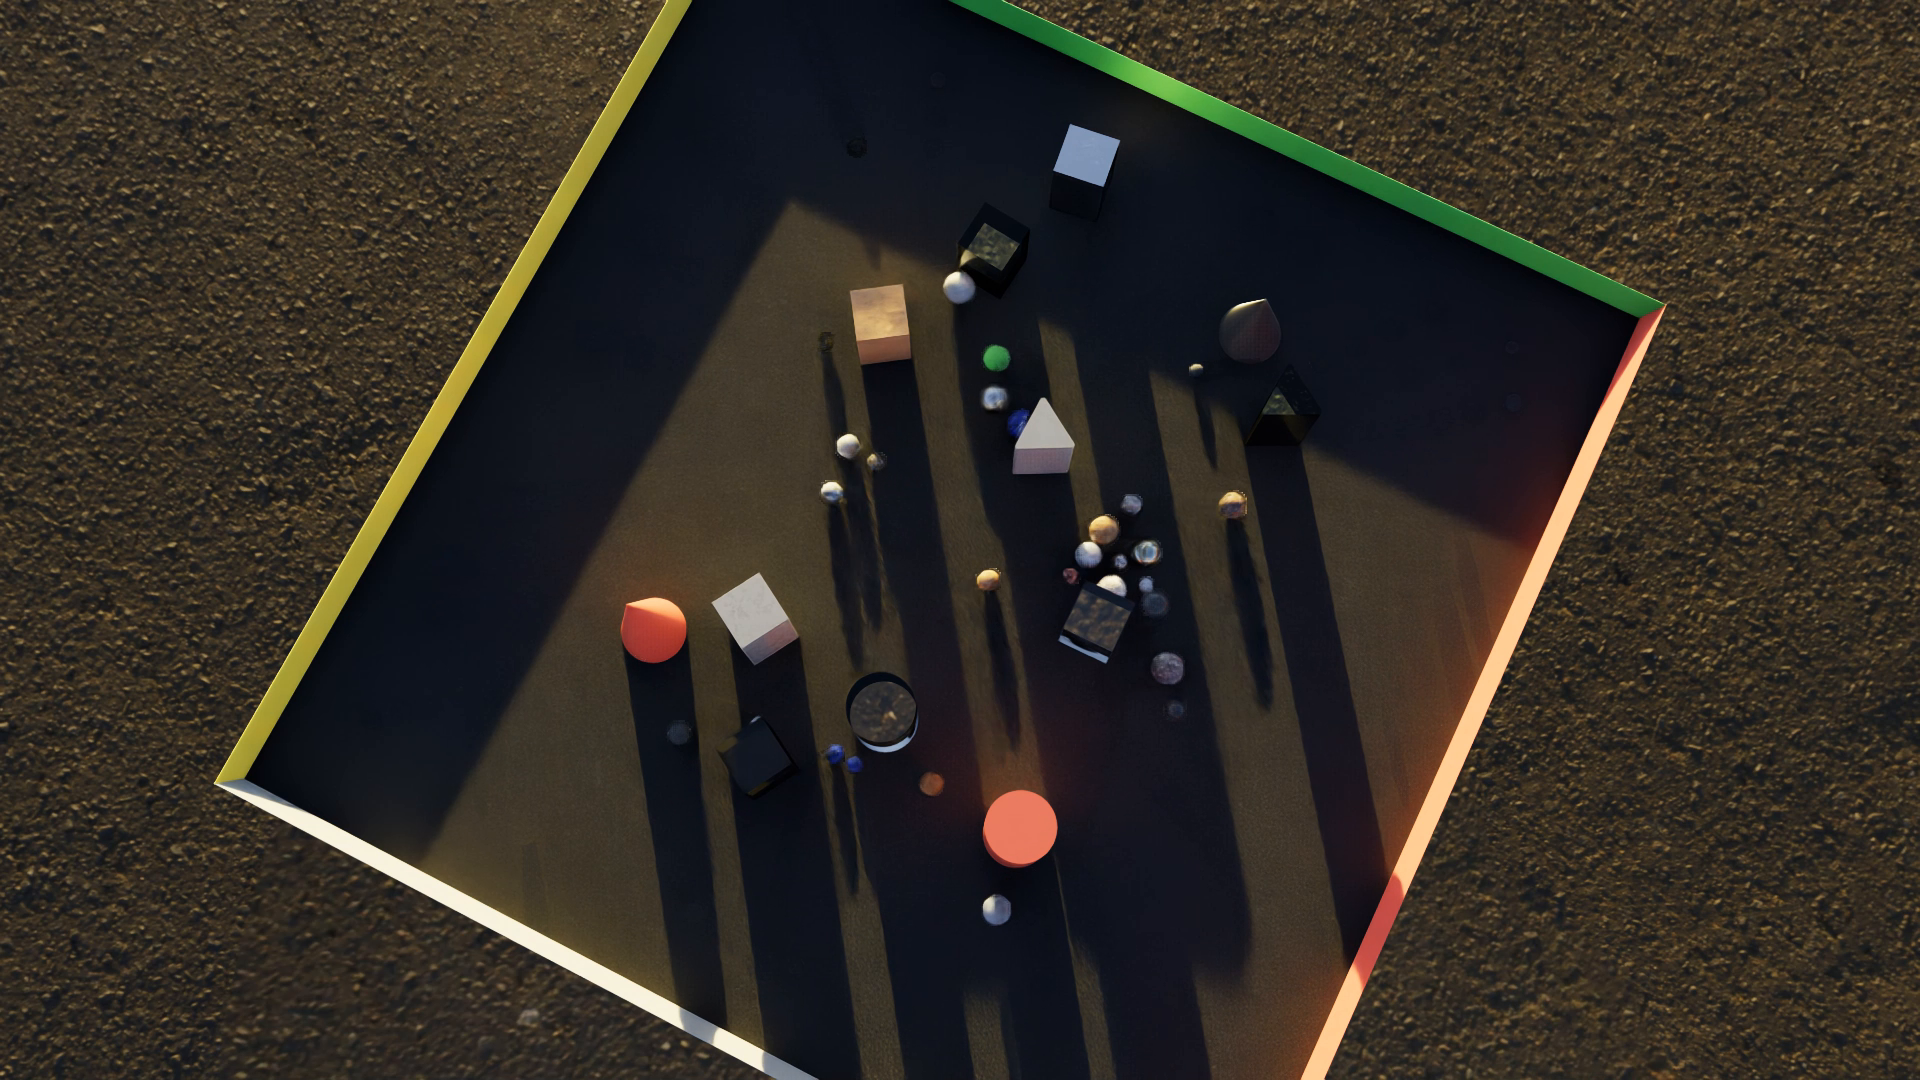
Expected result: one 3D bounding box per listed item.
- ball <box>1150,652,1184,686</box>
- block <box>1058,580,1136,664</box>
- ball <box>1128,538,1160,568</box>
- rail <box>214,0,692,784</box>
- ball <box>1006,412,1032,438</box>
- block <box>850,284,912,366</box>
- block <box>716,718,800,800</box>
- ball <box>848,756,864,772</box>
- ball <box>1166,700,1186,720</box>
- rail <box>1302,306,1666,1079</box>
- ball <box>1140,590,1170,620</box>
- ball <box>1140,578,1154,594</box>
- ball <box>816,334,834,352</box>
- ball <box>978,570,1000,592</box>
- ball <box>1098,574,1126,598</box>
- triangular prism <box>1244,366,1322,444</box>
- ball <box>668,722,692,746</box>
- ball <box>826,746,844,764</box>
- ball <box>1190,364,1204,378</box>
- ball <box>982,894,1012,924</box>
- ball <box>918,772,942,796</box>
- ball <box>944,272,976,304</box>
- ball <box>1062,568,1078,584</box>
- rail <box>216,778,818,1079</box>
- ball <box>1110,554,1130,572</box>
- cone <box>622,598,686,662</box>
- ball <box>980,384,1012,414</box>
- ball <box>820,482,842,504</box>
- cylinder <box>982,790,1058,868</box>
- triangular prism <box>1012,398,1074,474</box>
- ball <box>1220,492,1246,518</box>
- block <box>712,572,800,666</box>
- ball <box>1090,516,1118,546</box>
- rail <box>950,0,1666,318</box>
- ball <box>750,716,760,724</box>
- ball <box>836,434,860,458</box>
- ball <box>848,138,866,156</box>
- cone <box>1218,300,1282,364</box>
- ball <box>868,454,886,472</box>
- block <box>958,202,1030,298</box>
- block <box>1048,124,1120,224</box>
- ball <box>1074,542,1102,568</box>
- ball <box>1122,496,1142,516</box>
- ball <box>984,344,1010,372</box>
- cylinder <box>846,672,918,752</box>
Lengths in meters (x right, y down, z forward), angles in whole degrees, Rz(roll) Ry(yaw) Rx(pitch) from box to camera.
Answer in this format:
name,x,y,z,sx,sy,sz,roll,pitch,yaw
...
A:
name,x,y,z,sx,sy,sz,roll,pitch,yaw
ball,0.620,0.385,5.486,0.099,0.099,0.099,0,78,0
block,0.404,0.245,5.440,0.160,0.246,0.160,25,79,5
ball,0.560,0.039,5.560,0.095,0.095,0.095,0,78,0
rail,-1.425,-0.691,5.692,0.045,0.130,3.254,26,80,5
ball,0.186,-0.355,5.647,0.085,0.085,0.085,0,78,0
block,-0.242,-0.660,5.629,0.160,0.243,0.160,-8,78,-2
block,-0.588,0.641,5.347,0.160,0.268,0.160,-33,80,-7
ball,-0.310,0.668,5.453,0.049,0.049,0.049,0,78,0
ball,0.645,0.510,5.480,0.061,0.061,0.061,0,78,0
rail,1.425,0.705,5.404,0.045,0.130,3.254,26,80,5
ball,0.587,0.196,5.530,0.091,0.091,0.091,0,78,0
ball,0.566,0.139,5.565,0.045,0.045,0.045,0,78,0
ball,-0.418,-0.614,5.716,0.055,0.055,0.055,0,78,0
ball,0.086,0.122,5.557,0.067,0.067,0.067,0,78,0
ball,0.459,0.149,5.540,0.089,0.089,0.089,0,78,0
triangular prism,0.965,-0.405,5.517,0.173,0.360,0.150,0,78,0
ball,-0.836,0.577,5.462,0.068,0.068,0.068,0,78,0
ball,-0.373,0.640,5.458,0.052,0.052,0.052,0,78,0
ball,0.738,-0.527,5.705,0.040,0.040,0.040,0,78,0
ball,0.108,1.079,5.349,0.086,0.086,0.086,0,78,0
ball,-0.087,0.722,5.431,0.070,0.070,0.070,0,78,0
ball,-0.002,-0.789,5.729,0.100,0.100,0.100,0,78,0
ball,0.335,0.108,5.569,0.049,0.049,0.049,0,78,0
rail,-0.717,1.411,5.257,3.234,0.130,0.045,26,80,5
ball,0.487,0.068,5.574,0.056,0.056,0.056,0,78,0
cone,-0.929,0.227,5.330,0.200,0.470,0.200,0,78,0
ball,0.111,-0.434,5.658,0.096,0.096,0.096,0,78,0
ball,-0.393,-0.144,5.611,0.069,0.069,0.069,0,78,0
cylinder,0.167,0.829,5.227,0.200,0.426,0.200,0,78,0
triangular prism,0.246,-0.314,5.522,0.173,0.312,0.150,-1,78,0
ball,0.832,-0.106,5.598,0.080,0.080,0.080,0,78,0
block,-0.598,0.236,5.390,0.160,0.348,0.160,-33,80,-6
ball,0.437,-0.028,5.577,0.089,0.089,0.089,0,78,0
rail,0.717,-1.397,5.839,3.234,0.130,0.045,26,80,5
ball,-0.604,0.552,5.478,0.047,0.047,0.047,0,78,0
ball,-0.343,-0.289,5.640,0.072,0.072,0.072,0,78,0
ball,-0.330,-1.255,5.848,0.056,0.056,0.056,0,78,0
cone,0.908,-0.682,5.591,0.200,0.327,0.200,0,78,0
ball,-0.258,-0.240,5.638,0.055,0.055,0.055,0,78,0
block,0.101,-0.892,5.668,0.160,0.260,0.160,32,80,6
block,0.384,-1.136,5.701,0.160,0.296,0.160,19,79,4
ball,0.390,0.046,5.565,0.083,0.083,0.083,0,78,0
ball,0.525,-0.106,5.607,0.061,0.061,0.061,0,78,0
ball,0.114,-0.563,5.690,0.084,0.084,0.084,0,78,0
cylinder,-0.224,0.506,5.346,0.200,0.325,0.200,0,78,0
